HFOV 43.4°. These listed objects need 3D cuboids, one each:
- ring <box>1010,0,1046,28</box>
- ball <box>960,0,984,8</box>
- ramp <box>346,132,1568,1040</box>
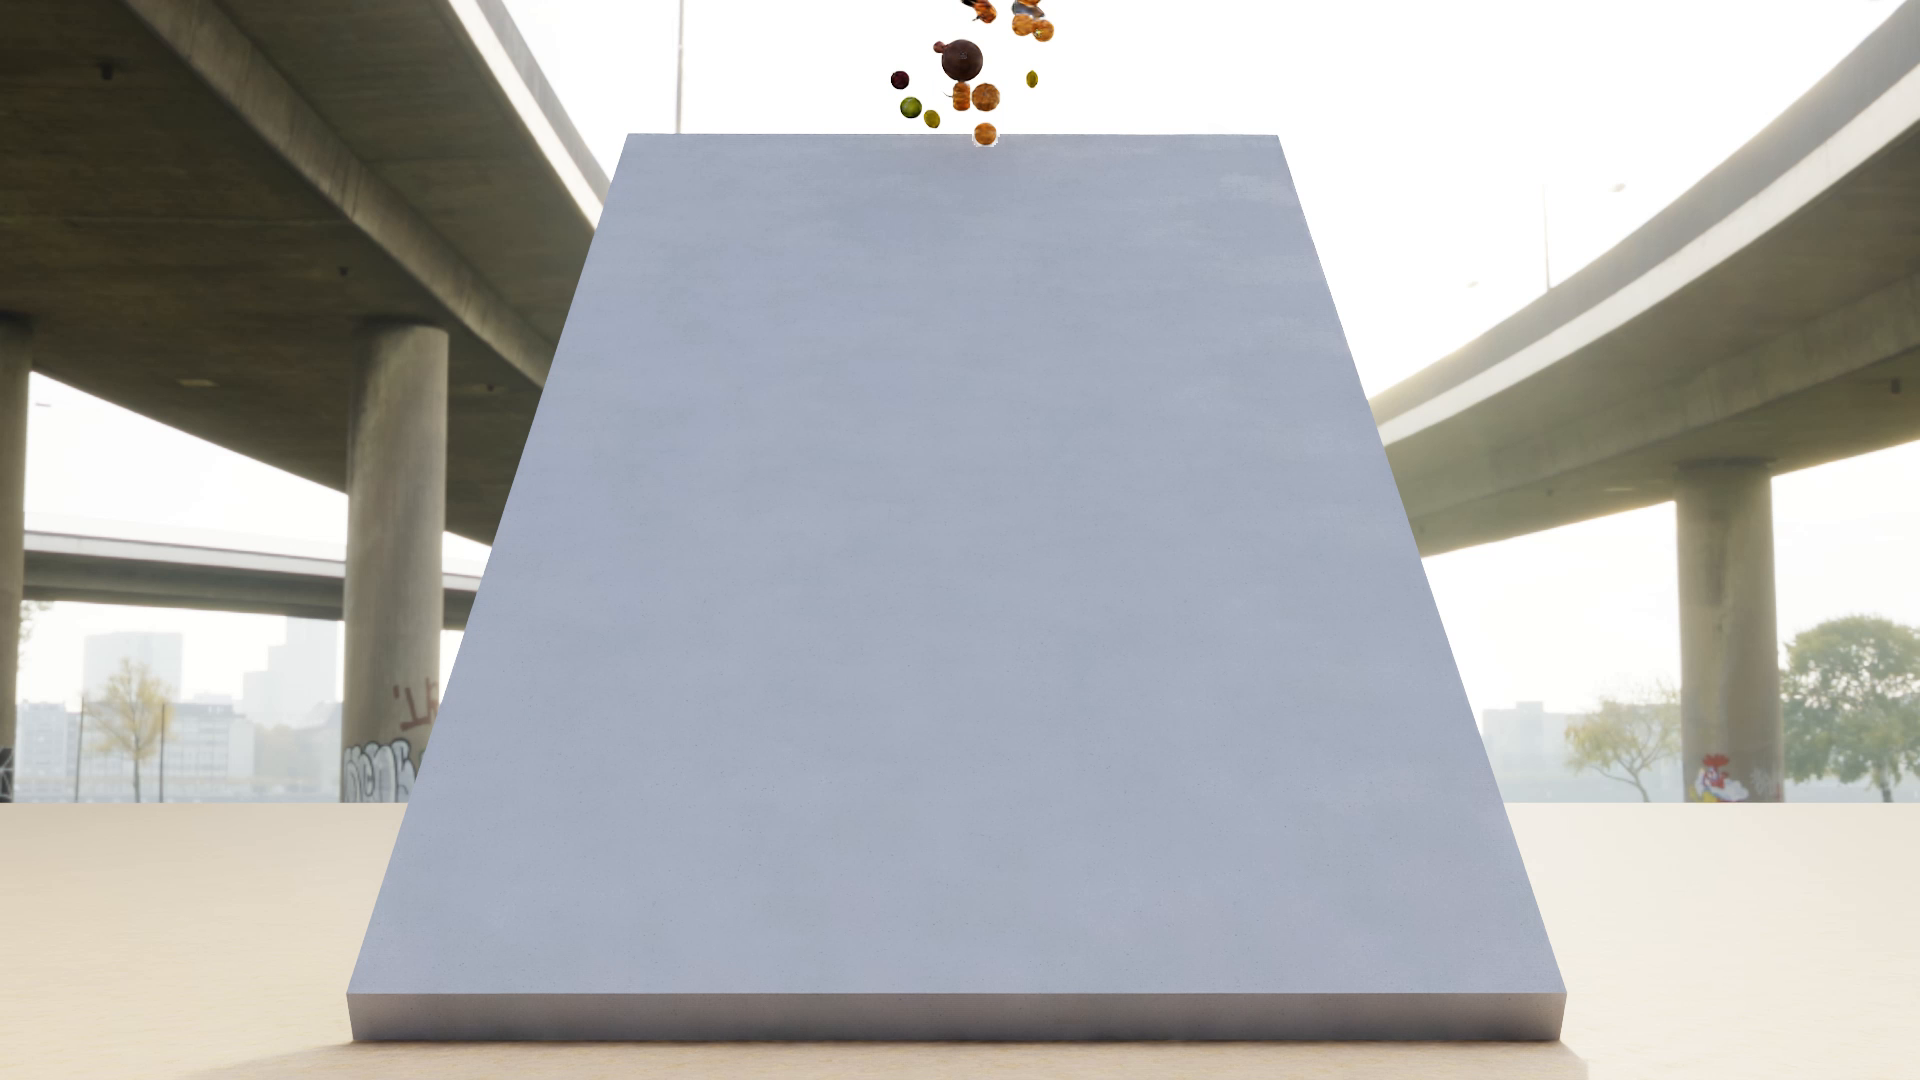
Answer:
[{"bbox_3d":[0.210,-1.614,7.400,0.118,0.039,0.118,27,-13,7],"label":"ring"},{"bbox_3d":[0.034,-1.578,6.948,0.088,0.088,0.088,0,-6,0],"label":"ball"},{"bbox_3d":[-0.013,-0.211,5.711,2.000,0.100,4.000,0,30,0],"label":"ramp"}]
